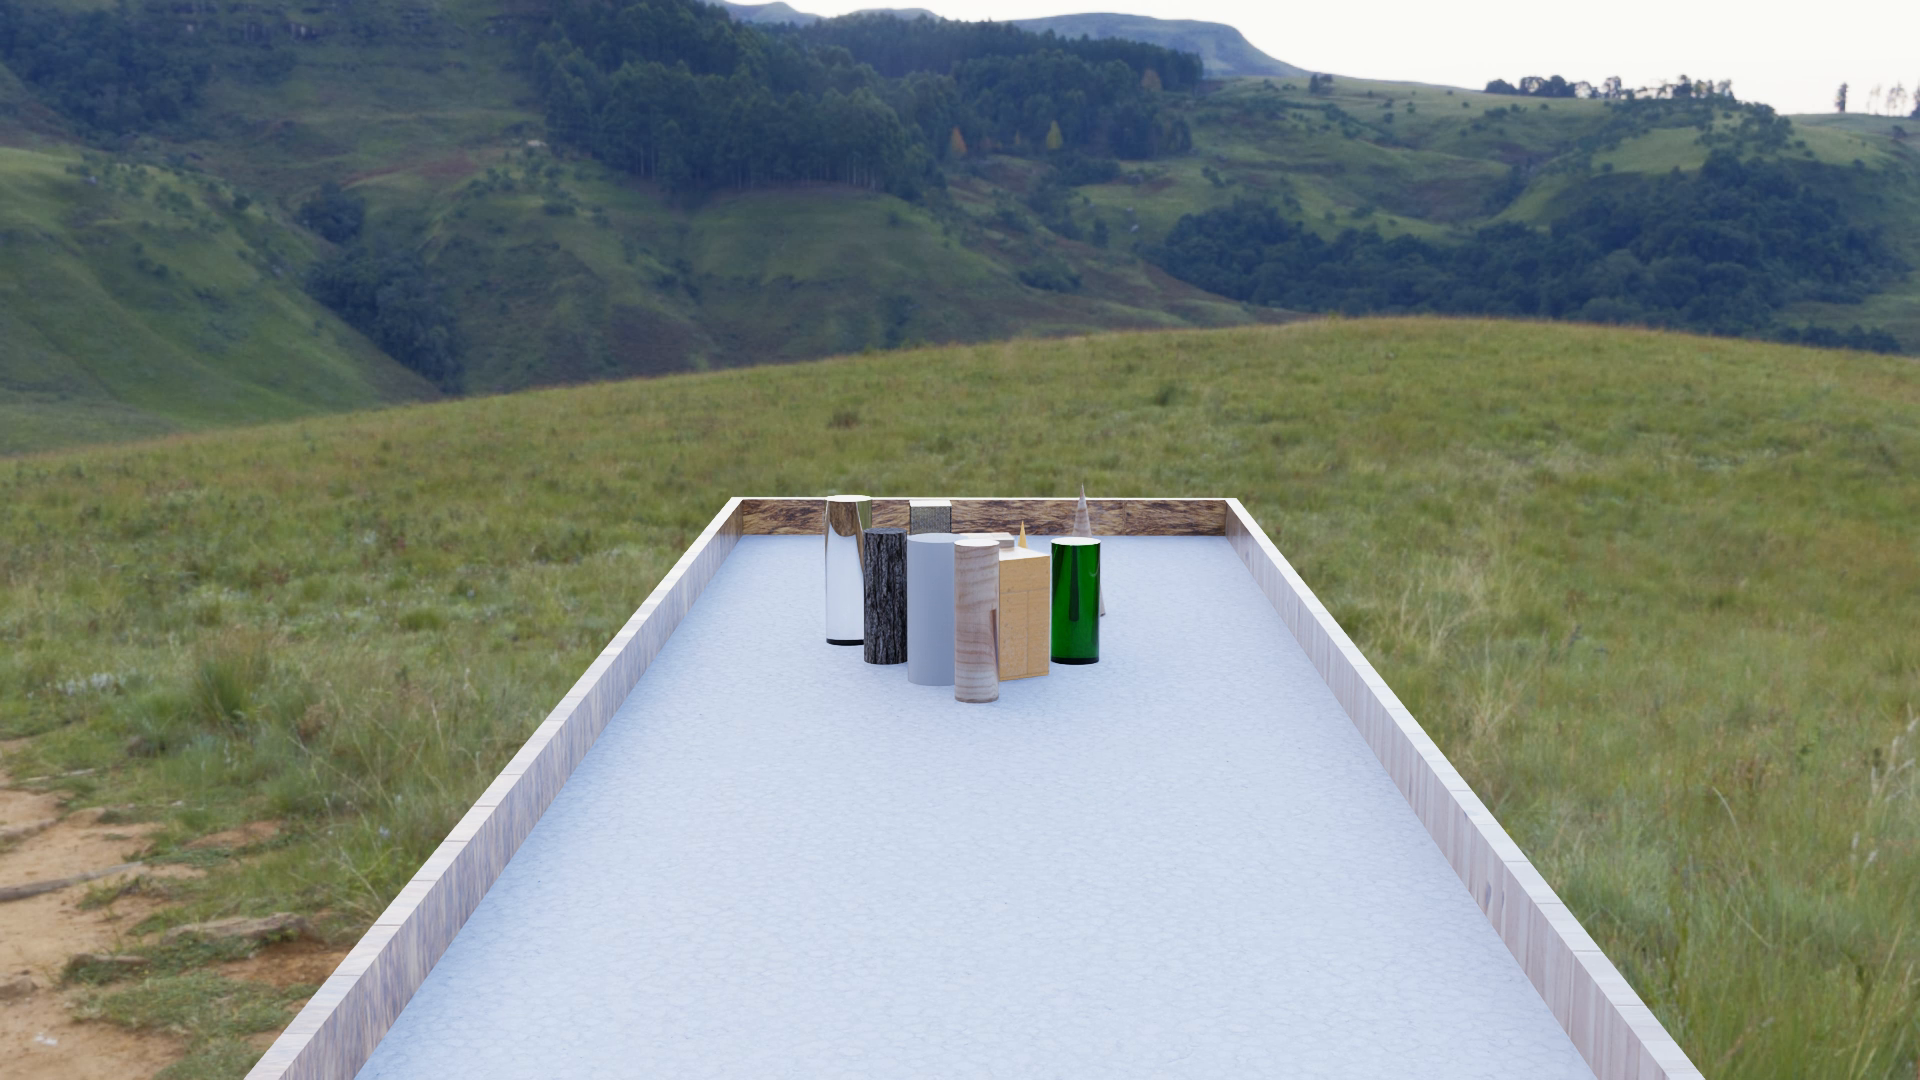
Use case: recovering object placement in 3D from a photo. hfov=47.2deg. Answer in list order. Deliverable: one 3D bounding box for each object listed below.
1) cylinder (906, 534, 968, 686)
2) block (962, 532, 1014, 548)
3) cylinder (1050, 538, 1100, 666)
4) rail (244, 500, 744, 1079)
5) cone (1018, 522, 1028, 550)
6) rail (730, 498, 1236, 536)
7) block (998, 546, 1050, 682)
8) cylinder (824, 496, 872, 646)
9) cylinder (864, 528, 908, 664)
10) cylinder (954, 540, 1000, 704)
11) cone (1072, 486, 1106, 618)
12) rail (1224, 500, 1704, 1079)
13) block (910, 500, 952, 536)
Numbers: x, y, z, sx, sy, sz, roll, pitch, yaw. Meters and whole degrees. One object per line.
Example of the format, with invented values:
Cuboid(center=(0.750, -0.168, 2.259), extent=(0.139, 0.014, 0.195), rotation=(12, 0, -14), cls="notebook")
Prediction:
Cuboid(center=(-0.064, 0.201, 6.402), extent=(0.180, 0.419, 0.180), rotation=(0, 9, 0), cls="cylinder")
Cuboid(center=(0.082, 0.176, 6.677), extent=(0.152, 0.378, 0.152), rotation=(-1, 8, -5), cls="block")
Cuboid(center=(0.350, 0.185, 6.674), extent=(0.151, 0.367, 0.151), rotation=(0, 9, 0), cls="cylinder")
Cuboid(center=(-1.004, 0.839, 3.234), extent=(0.050, 0.150, 12.000), rotation=(0, 9, 1), cls="rail")
Cuboid(center=(0.197, 0.130, 6.941), extent=(0.139, 0.390, 0.139), rotation=(0, 9, 0), cls="cone")
Cuboid(center=(0.099, -0.098, 9.147), extent=(2.100, 0.150, 0.050), rotation=(0, 9, 1), cls="rail")
Cuboid(center=(0.145, 0.217, 6.490), extent=(0.174, 0.359, 0.174), rotation=(-5, 11, -31), cls="block")
Cuboid(center=(-0.351, 0.095, 6.945), extent=(0.149, 0.458, 0.149), rotation=(0, 9, 0), cls="cylinder")
Cuboid(center=(-0.226, 0.169, 6.667), extent=(0.133, 0.399, 0.133), rotation=(0, 9, 0), cls="cylinder")
Cuboid(center=(0.047, 0.227, 6.159), extent=(0.125, 0.444, 0.125), rotation=(0, 9, 0), cls="cylinder")
Cuboid(center=(0.409, 0.028, 7.395), extent=(0.168, 0.449, 0.168), rotation=(0, 9, 0), cls="cone")
Cuboid(center=(1.046, 0.843, 3.208), extent=(0.050, 0.150, 12.000), rotation=(0, 9, 1), cls="rail")
Cuboid(center=(-0.093, 0.104, 6.934), extent=(0.126, 0.444, 0.126), rotation=(-1, 9, -3), cls="block")
